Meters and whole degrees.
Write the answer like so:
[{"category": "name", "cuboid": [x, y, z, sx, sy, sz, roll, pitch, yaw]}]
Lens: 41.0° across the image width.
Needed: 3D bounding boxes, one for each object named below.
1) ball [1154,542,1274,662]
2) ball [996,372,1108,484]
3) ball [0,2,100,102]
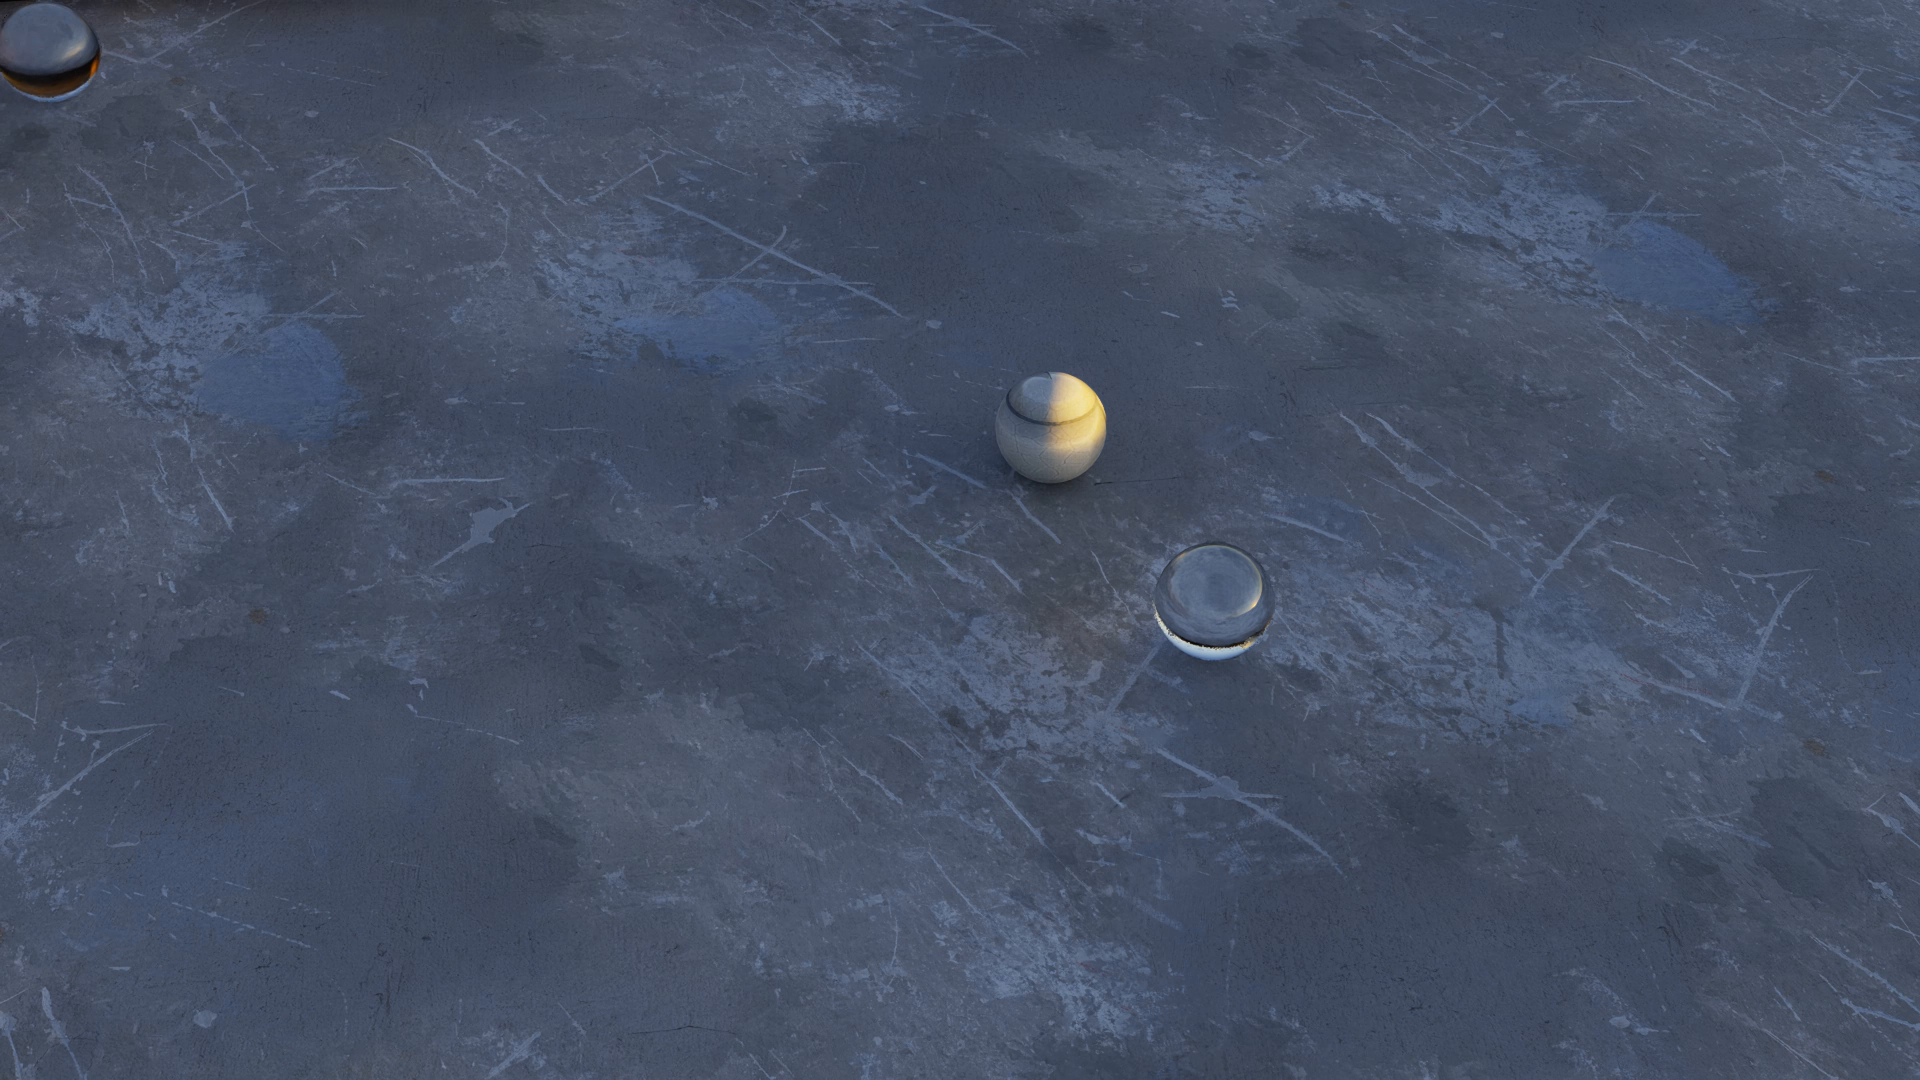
[{"category": "ball", "cuboid": [0.149, 0.036, 1.508, 0.070, 0.070, 0.070, 0, 36, 0]}, {"category": "ball", "cuboid": [0.059, -0.072, 1.654, 0.072, 0.072, 0.072, 0, 36, 0]}, {"category": "ball", "cuboid": [-0.741, -0.396, 2.086, 0.080, 0.080, 0.080, 0, 36, 0]}]
